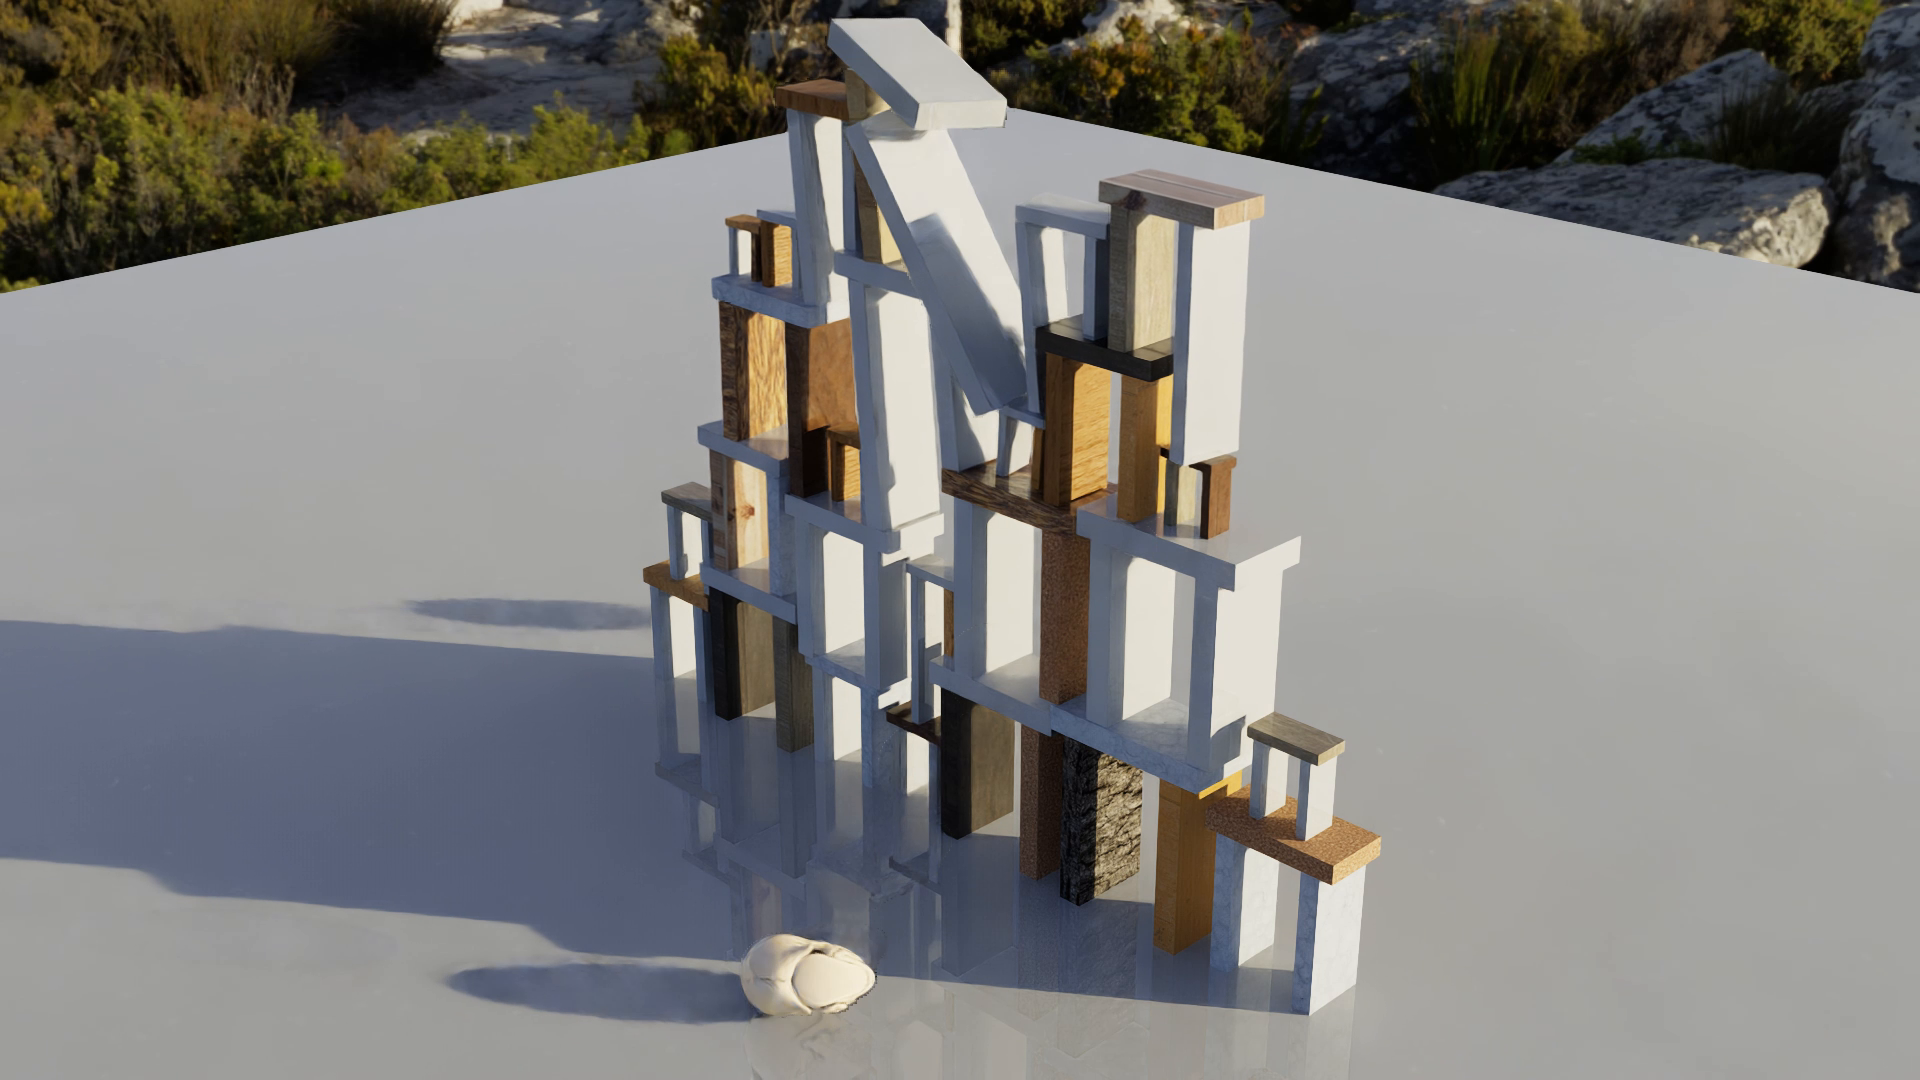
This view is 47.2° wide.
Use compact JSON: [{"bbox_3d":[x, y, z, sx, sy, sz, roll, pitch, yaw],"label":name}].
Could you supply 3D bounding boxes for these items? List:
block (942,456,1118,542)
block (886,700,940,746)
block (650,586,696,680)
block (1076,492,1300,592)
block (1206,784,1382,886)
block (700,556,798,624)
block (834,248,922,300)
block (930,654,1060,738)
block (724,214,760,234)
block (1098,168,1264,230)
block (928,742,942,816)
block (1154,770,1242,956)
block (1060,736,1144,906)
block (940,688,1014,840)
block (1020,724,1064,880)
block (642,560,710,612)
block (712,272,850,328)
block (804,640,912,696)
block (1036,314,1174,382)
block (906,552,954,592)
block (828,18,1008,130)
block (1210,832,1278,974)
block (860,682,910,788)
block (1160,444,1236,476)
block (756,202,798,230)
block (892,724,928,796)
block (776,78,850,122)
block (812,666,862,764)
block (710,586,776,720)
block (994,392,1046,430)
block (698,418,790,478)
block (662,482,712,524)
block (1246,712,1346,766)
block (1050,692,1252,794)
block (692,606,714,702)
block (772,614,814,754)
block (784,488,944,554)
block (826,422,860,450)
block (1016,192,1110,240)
[{"bbox_3d":[0.144,-0.088,4.035,0.336,0.048,0.168,21,31,41],"label":"block"},{"bbox_3d":[-0.064,0.369,4.449,0.161,0.023,0.081,21,31,41],"label":"block"},{"bbox_3d":[-0.644,0.195,5.007,0.033,0.230,0.115,21,31,41],"label":"block"},{"bbox_3d":[0.392,-0.009,3.802,0.176,0.050,0.353,-21,31,-41],"label":"block"},{"bbox_3d":[0.576,0.506,3.817,0.274,0.039,0.137,21,31,41],"label":"block"},{"bbox_3d":[-0.395,0.091,4.691,0.156,0.044,0.312,-21,31,-41],"label":"block"},{"bbox_3d":[-0.074,-0.500,4.083,0.156,0.044,0.312,-20,30,-39],"label":"block"},{"bbox_3d":[0.112,0.277,4.222,0.323,0.046,0.162,21,31,41],"label":"block"},{"bbox_3d":[-0.419,-0.633,4.407,0.101,0.014,0.050,20,30,39],"label":"block"},{"bbox_3d":[0.360,-0.557,3.584,0.124,0.035,0.248,-20,31,-39],"label":"block"},{"bbox_3d":[-0.026,0.469,4.450,0.023,0.161,0.081,21,31,41],"label":"block"},{"bbox_3d":[0.431,0.563,3.990,0.049,0.346,0.173,21,31,41],"label":"block"},{"bbox_3d":[0.268,0.499,4.141,0.049,0.346,0.173,21,31,41],"label":"block"},{"bbox_3d":[0.035,0.417,4.364,0.046,0.323,0.162,21,31,41],"label":"block"},{"bbox_3d":[0.188,0.477,4.223,0.046,0.323,0.162,21,31,41],"label":"block"},{"bbox_3d":[-0.590,0.095,4.905,0.230,0.033,0.115,21,31,41],"label":"block"},{"bbox_3d":[-0.346,-0.489,4.398,0.292,0.041,0.146,21,31,40],"label":"block"},{"bbox_3d":[-0.206,0.256,4.549,0.221,0.031,0.111,21,31,41],"label":"block"},{"bbox_3d":[0.270,-0.333,3.787,0.261,0.037,0.131,21,31,40],"label":"block"},{"bbox_3d":[-0.032,0.064,4.282,0.070,0.020,0.140,-21,31,-40],"label":"block"},{"bbox_3d":[-0.079,-0.829,3.893,0.175,0.050,0.350,-8,39,-29],"label":"block"},{"bbox_3d":[0.512,0.625,3.938,0.039,0.274,0.137,21,31,41],"label":"block"},{"bbox_3d":[-0.153,0.393,4.551,0.031,0.221,0.111,21,31,41],"label":"block"},{"bbox_3d":[0.403,-0.141,3.720,0.060,0.017,0.120,-18,29,-37],"label":"block"},{"bbox_3d":[-0.329,-0.635,4.315,0.136,0.019,0.068,21,31,40],"label":"block"},{"bbox_3d":[-0.102,0.439,4.520,0.023,0.161,0.081,21,31,41],"label":"block"},{"bbox_3d":[-0.219,-0.823,4.122,0.121,0.034,0.243,-21,31,-40],"label":"block"},{"bbox_3d":[-0.258,0.352,4.647,0.031,0.221,0.111,21,31,41],"label":"block"},{"bbox_3d":[-0.469,0.226,4.828,0.044,0.312,0.156,21,31,41],"label":"block"},{"bbox_3d":[0.129,-0.236,3.943,0.068,0.019,0.135,-28,35,-33],"label":"block"},{"bbox_3d":[-0.407,-0.200,4.569,0.137,0.039,0.274,-20,30,-39],"label":"block"},{"bbox_3d":[-0.562,-0.083,4.798,0.176,0.025,0.088,21,31,41],"label":"block"},{"bbox_3d":[0.573,0.338,3.751,0.150,0.021,0.075,21,31,41],"label":"block"},{"bbox_3d":[0.350,0.349,3.989,0.346,0.049,0.173,21,31,41],"label":"block"},{"bbox_3d":[-0.536,0.237,4.907,0.033,0.230,0.115,21,31,41],"label":"block"},{"bbox_3d":[-0.322,0.284,4.692,0.044,0.312,0.156,21,31,41],"label":"block"},{"bbox_3d":[-0.193,-0.054,4.406,0.304,0.043,0.152,21,31,41],"label":"block"},{"bbox_3d":[-0.197,-0.203,4.348,0.065,0.018,0.130,-21,31,-41],"label":"block"},{"bbox_3d":[0.195,-0.552,3.746,0.181,0.026,0.090,18,31,30],"label":"block"}]
